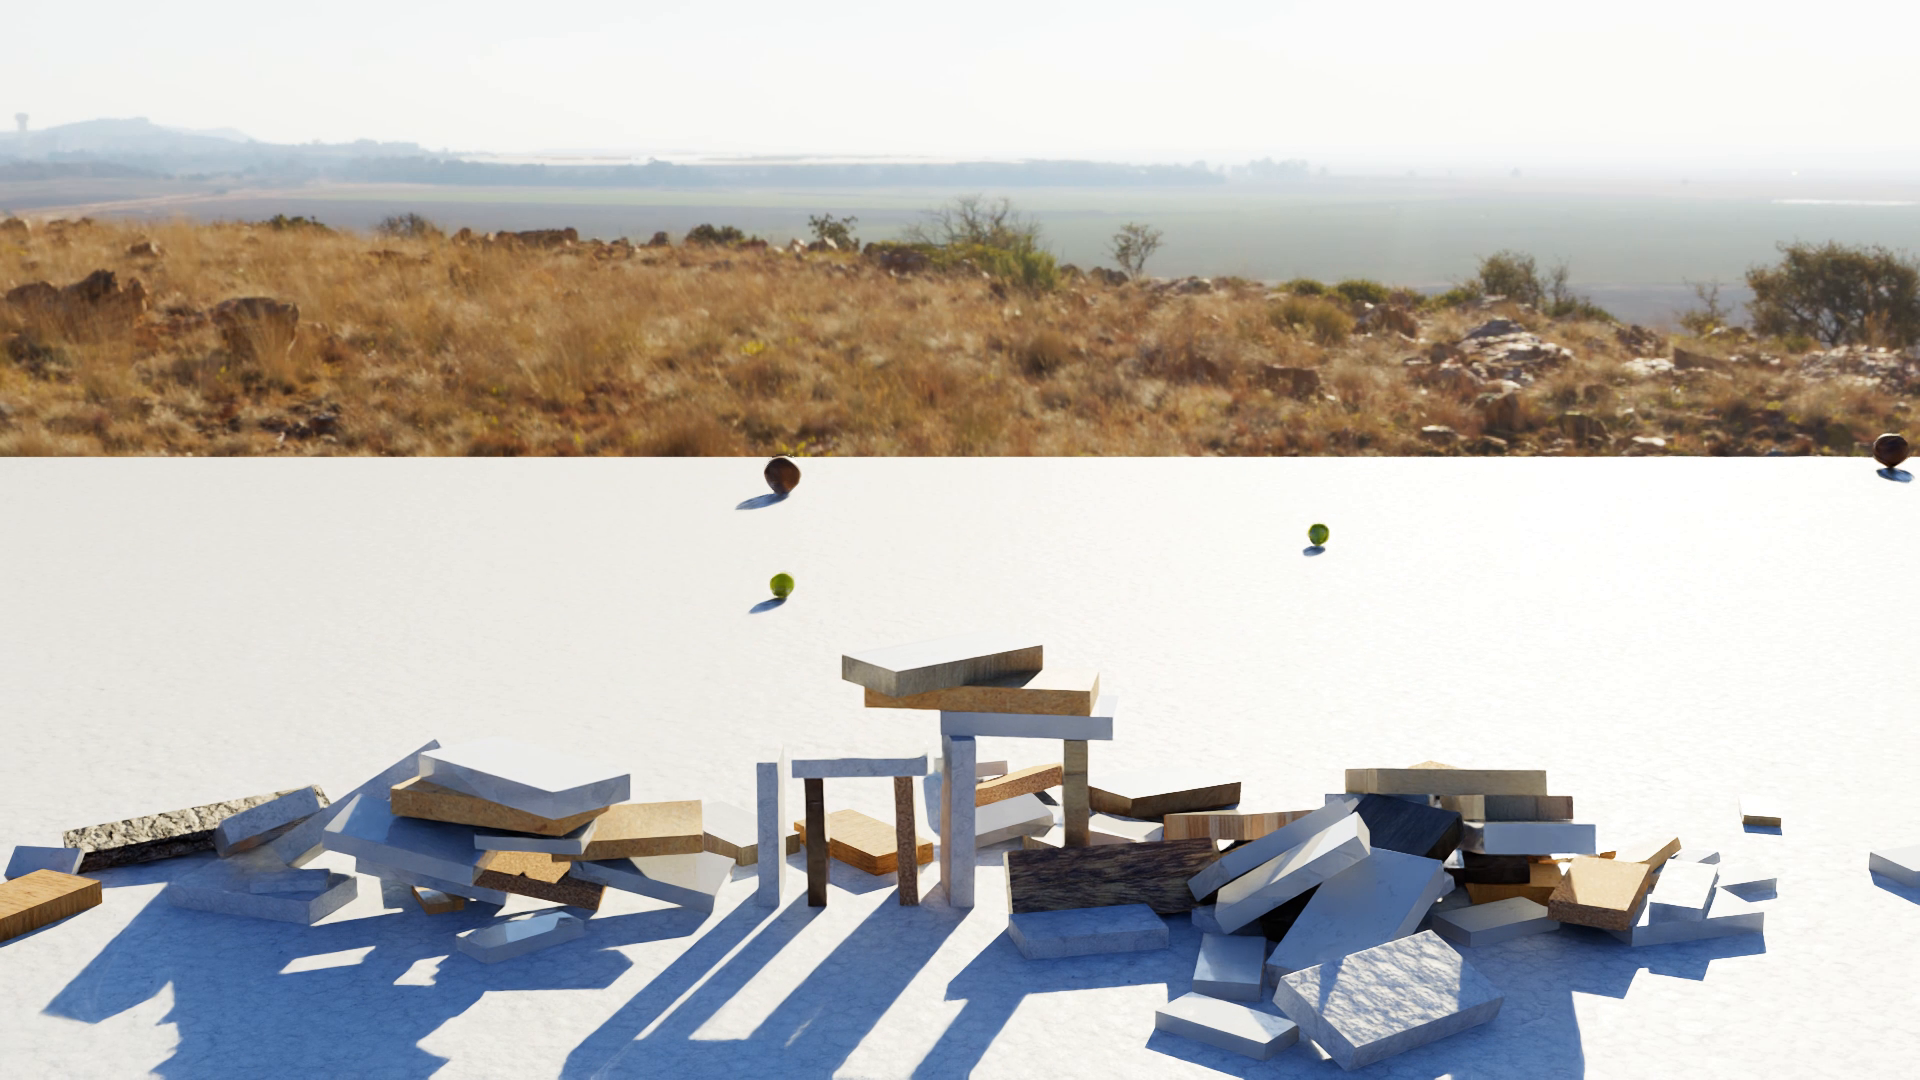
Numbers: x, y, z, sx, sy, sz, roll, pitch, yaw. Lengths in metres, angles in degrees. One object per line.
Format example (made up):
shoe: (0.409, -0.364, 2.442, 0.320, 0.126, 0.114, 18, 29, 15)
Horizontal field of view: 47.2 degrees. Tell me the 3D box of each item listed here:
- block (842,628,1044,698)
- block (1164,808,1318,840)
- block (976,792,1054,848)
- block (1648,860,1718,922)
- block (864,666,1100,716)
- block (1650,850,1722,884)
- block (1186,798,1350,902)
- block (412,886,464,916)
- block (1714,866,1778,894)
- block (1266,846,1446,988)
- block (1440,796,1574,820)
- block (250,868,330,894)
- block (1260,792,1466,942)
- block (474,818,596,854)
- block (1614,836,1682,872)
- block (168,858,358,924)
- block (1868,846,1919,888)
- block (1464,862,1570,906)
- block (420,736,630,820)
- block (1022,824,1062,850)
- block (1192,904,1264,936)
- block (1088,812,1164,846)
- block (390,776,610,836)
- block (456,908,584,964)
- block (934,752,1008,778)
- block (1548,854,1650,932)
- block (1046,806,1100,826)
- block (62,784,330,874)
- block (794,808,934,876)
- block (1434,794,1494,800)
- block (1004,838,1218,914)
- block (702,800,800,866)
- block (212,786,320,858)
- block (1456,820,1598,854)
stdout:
block: (-0.028, 0.202, 3.639, 0.304, 0.043, 0.152, -8, 13, -37)
block: (0.493, 0.494, 3.822, 0.151, 0.043, 0.301, -5, -7, 33)
block: (0.067, 0.506, 3.945, 0.182, 0.026, 0.091, -13, 24, -21)
block: (1.170, 0.565, 3.554, 0.080, 0.023, 0.224, 5, 12, 24)
block: (0.038, 0.245, 3.641, 0.371, 0.043, 0.151, 2, 11, 9)
block: (1.219, 0.555, 3.726, 0.132, 0.019, 0.066, -15, 4, -33)
block: (0.499, 0.500, 3.552, 0.256, 0.036, 0.128, -21, -16, -28)
block: (-0.863, 0.588, 3.632, 0.059, 0.017, 0.119, -5, 12, -26)
block: (1.298, 0.575, 3.700, 0.132, 0.019, 0.066, -4, 11, -21)
block: (0.601, 0.578, 3.327, 0.153, 0.043, 0.307, 7, 33, 34)
block: (0.969, 0.477, 3.912, 0.153, 0.043, 0.307, 0, -7, -2)
block: (-1.094, 0.557, 3.594, 0.119, 0.017, 0.059, -2, 11, -9)
block: (0.643, 0.534, 3.502, 0.171, 0.048, 0.341, 9, 36, 41)
block: (-0.688, 0.474, 3.568, 0.176, 0.025, 0.088, 2, 21, 6)
block: (1.170, 0.546, 3.771, 0.080, 0.023, 0.160, -19, -3, 38)
block: (-1.149, 0.578, 3.627, 0.270, 0.038, 0.135, 3, 11, 18)
block: (1.875, 0.544, 3.835, 0.611, 0.031, 0.109, -3, 11, -18)
block: (0.969, 0.574, 3.664, 0.238, 0.034, 0.119, 1, 11, 5)
block: (-0.709, 0.384, 3.574, 0.342, 0.044, 0.157, 9, 12, 39)
block: (0.207, 0.542, 3.857, 0.091, 0.026, 0.182, -10, 15, -43)
block: (0.473, 0.602, 3.533, 0.181, 0.026, 0.090, -6, 12, -29)
block: (0.274, 0.514, 3.842, 0.114, 0.032, 0.229, 10, 2, 17)
block: (-0.752, 0.424, 3.598, 0.314, 0.044, 0.157, 4, 10, 19)
block: (-0.688, 0.619, 3.444, 0.176, 0.025, 0.088, -10, 15, -43)
block: (0.020, 0.440, 4.297, 0.097, 0.028, 0.194, -3, 0, -15)
block: (1.027, 0.564, 3.529, 0.119, 0.034, 0.238, 5, 12, 25)
block: (0.156, 0.512, 4.012, 0.194, 0.028, 0.097, 3, 11, 17)
block: (-1.349, 0.511, 3.903, 0.443, 0.036, 0.128, -9, 16, -25)
block: (-0.172, 0.532, 3.884, 0.124, 0.035, 0.248, -8, 13, -38)
block: (0.960, 0.458, 4.070, 0.218, 0.031, 0.109, -10, -15, 41)
block: (0.245, 0.551, 3.557, 0.342, 0.114, 0.032, -2, -14, -12)
block: (-0.409, 0.523, 3.932, 0.124, 0.035, 0.248, -9, 14, -39)
block: (-1.181, 0.481, 3.735, 0.152, 0.043, 0.304, -21, -4, -24)
block: (0.921, 0.488, 3.618, 0.171, 0.048, 0.424, -1, -7, 6)
